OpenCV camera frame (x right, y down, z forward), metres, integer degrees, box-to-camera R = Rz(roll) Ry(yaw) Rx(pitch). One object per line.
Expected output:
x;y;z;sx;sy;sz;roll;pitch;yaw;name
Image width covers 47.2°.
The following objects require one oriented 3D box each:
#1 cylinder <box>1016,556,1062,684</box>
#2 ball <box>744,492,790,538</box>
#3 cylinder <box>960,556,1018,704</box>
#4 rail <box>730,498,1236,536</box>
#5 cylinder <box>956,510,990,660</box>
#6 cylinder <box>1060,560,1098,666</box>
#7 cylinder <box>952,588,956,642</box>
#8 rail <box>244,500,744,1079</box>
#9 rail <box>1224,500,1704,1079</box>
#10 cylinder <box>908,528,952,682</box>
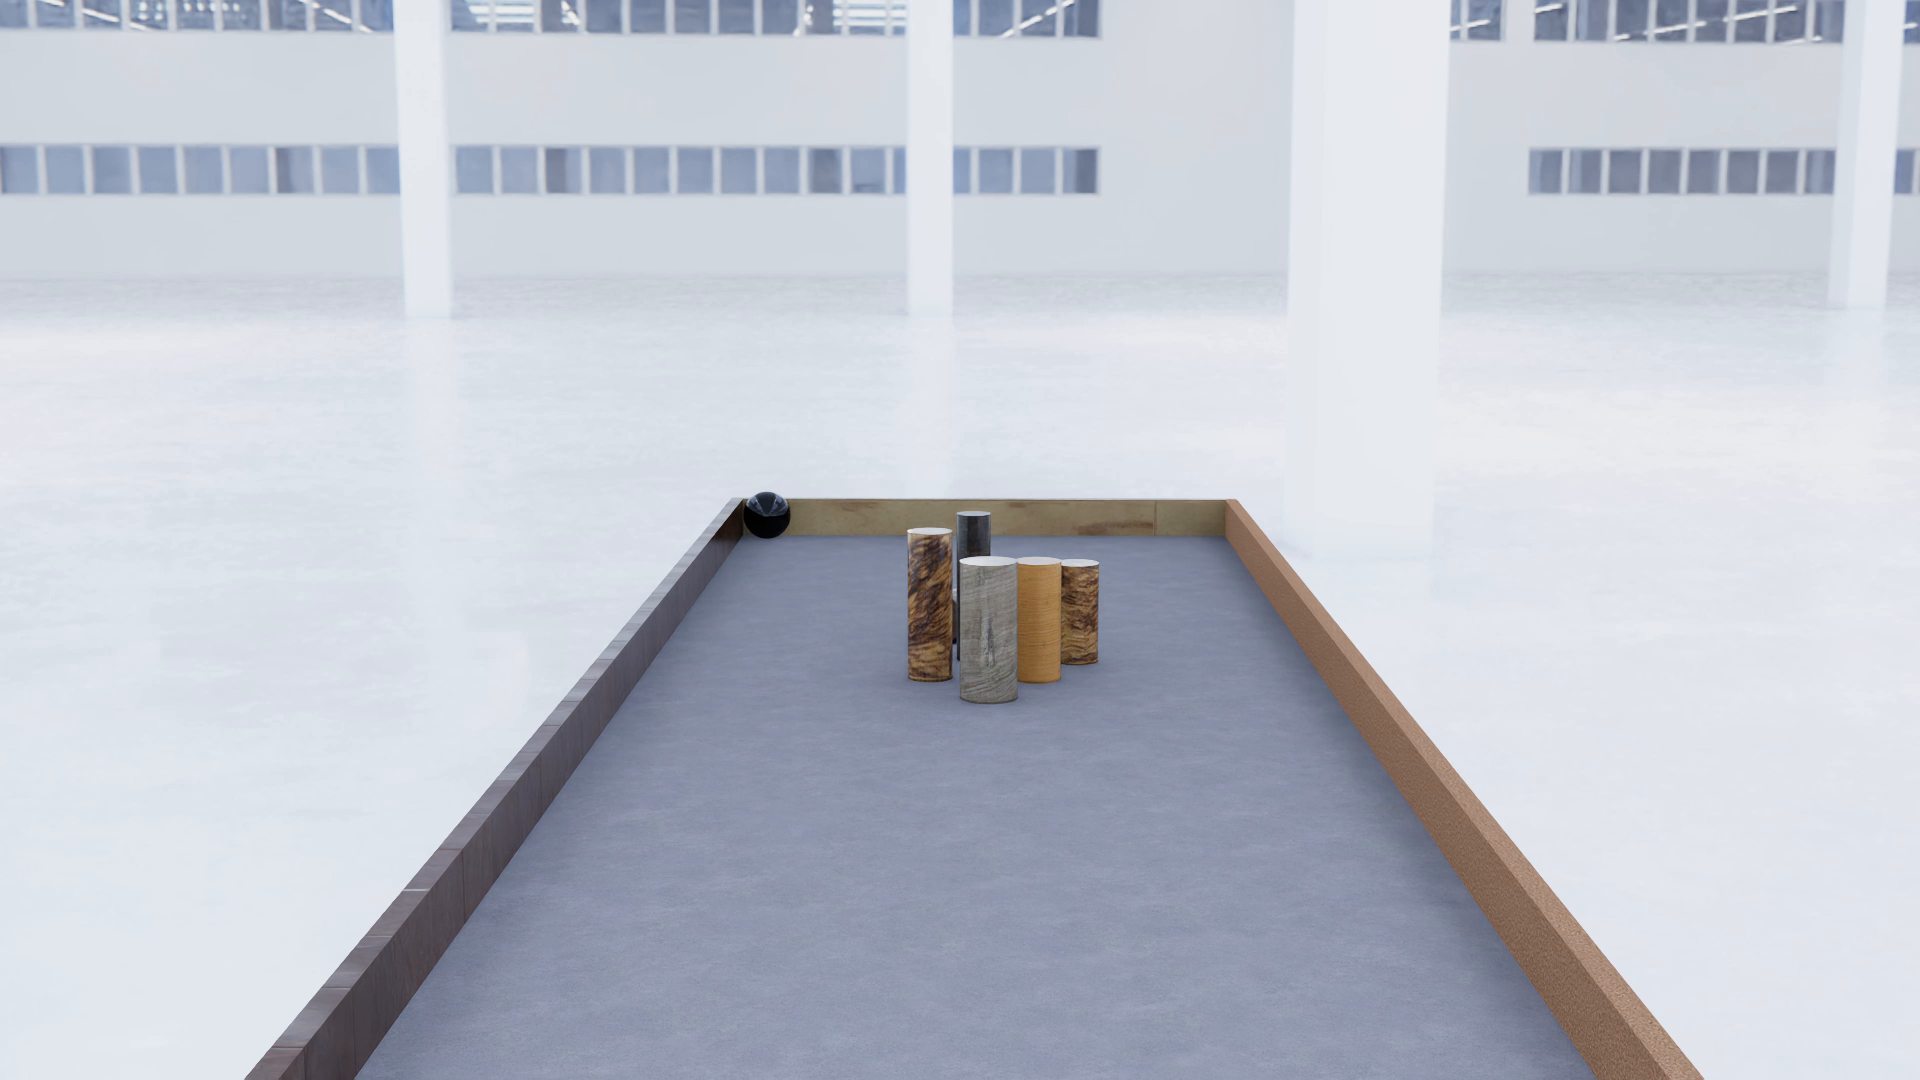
0.225;0.233;6.419;0.140;0.350;0.140;0;9;0;cylinder
-0.793;-0.103;9.033;0.196;0.196;0.196;0;9;0;ball
0.081;0.252;6.171;0.163;0.391;0.163;0;9;0;cylinder
0.099;-0.098;9.147;2.100;0.150;0.050;0;9;1;rail
0.041;0.141;6.682;0.104;0.449;0.104;0;9;0;cylinder
0.353;0.218;6.669;0.134;0.302;0.134;0;9;0;cylinder
0.032;0.226;7.077;0.159;0.159;0.340;6;11;33;cylinder
-1.004;0.839;3.234;0.050;0.150;12.000;0;9;1;rail
1.046;0.843;3.208;0.050;0.150;12.000;0;9;1;rail
-0.087;0.189;6.426;0.131;0.436;0.131;0;9;0;cylinder
